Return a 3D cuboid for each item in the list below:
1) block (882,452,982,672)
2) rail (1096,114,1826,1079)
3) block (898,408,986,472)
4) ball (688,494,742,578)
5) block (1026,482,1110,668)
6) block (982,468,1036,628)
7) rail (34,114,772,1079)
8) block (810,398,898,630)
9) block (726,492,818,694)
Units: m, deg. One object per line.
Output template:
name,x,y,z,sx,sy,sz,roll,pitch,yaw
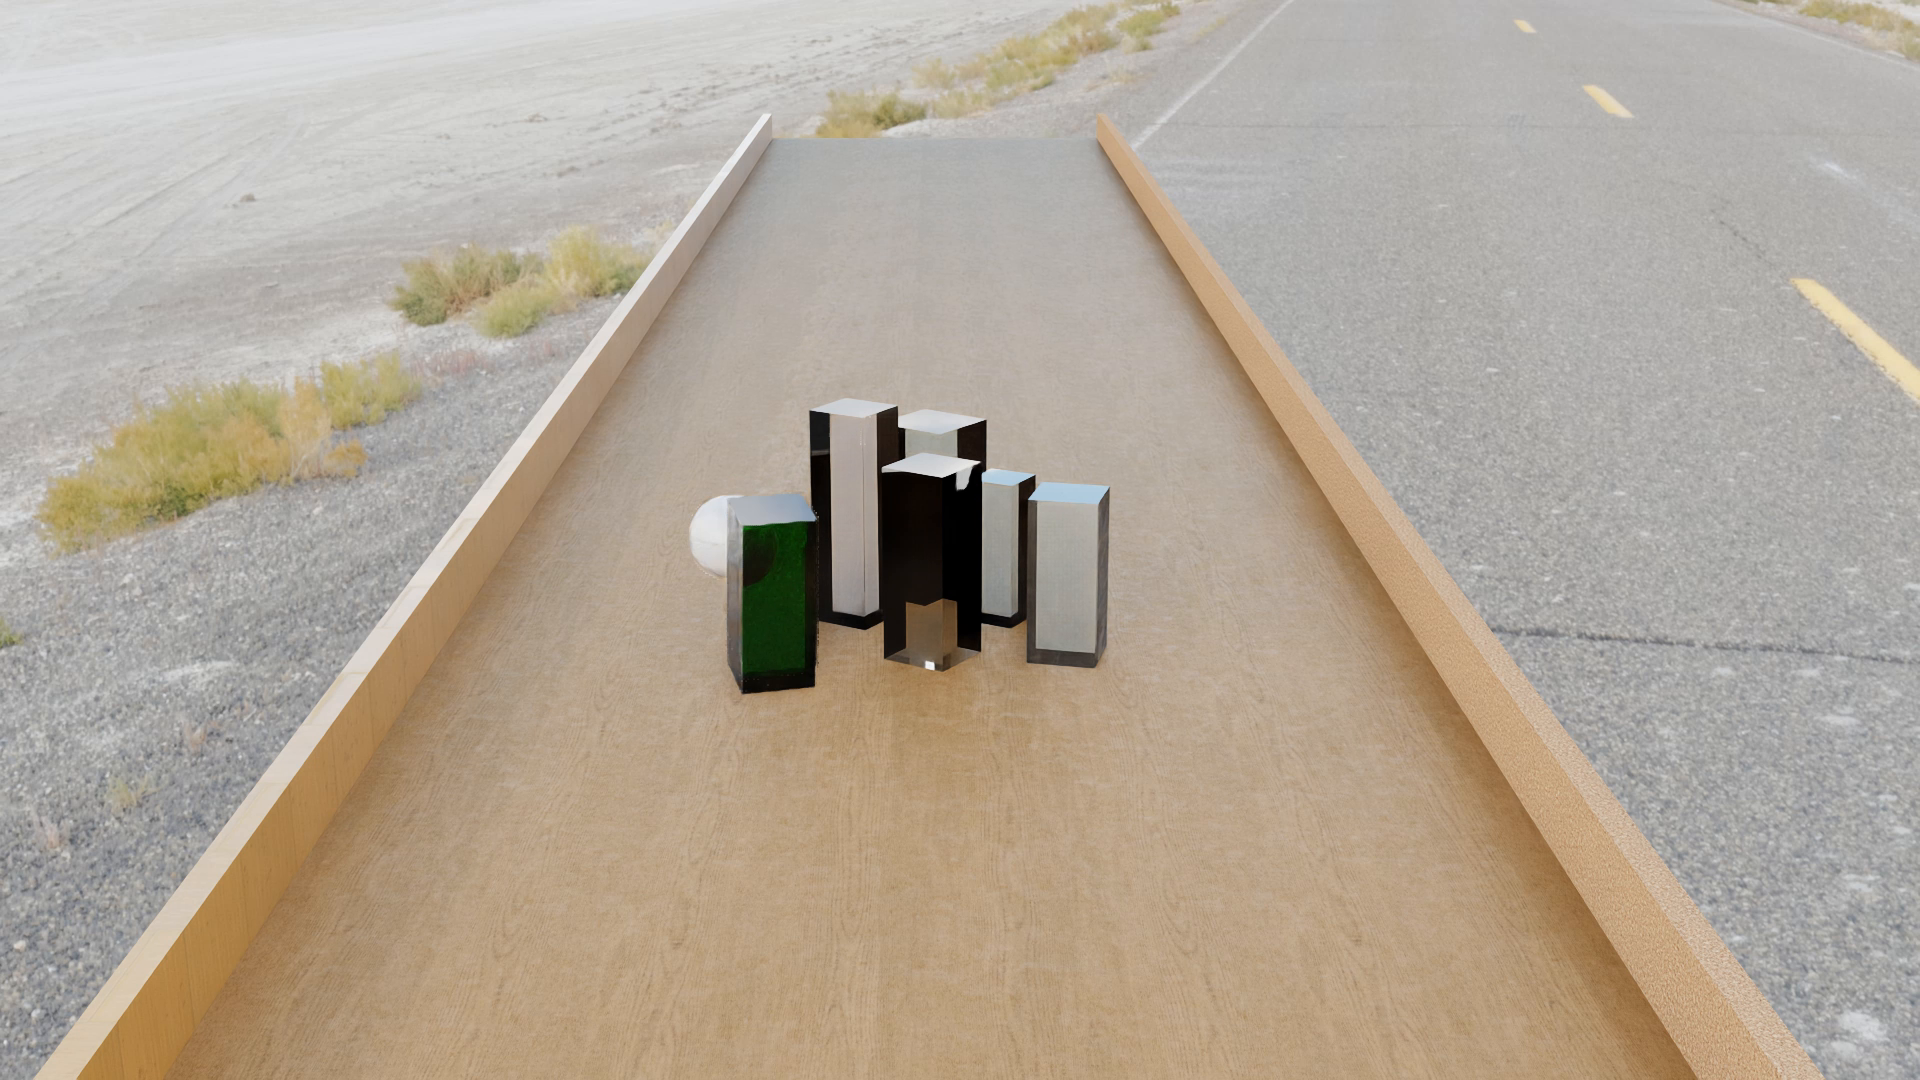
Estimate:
block,-0.055,0.043,4.386,0.142,0.398,0.142,10,20,31
rail,0.932,-0.844,7.801,0.050,0.150,12.000,0,17,-1
block,-0.061,-0.083,4.858,0.171,0.369,0.171,12,20,34
ball,-0.454,-0.007,4.354,0.165,0.165,0.165,0,17,0
block,0.217,0.069,4.400,0.138,0.339,0.138,4,17,13
block,0.087,0.017,4.627,0.105,0.309,0.105,9,19,28
rail,-1.118,-0.838,7.780,0.050,0.150,12.000,0,17,-1
block,-0.220,-0.055,4.615,0.133,0.455,0.133,10,19,30
block,-0.364,0.102,4.243,0.145,0.350,0.145,-5,24,-17
